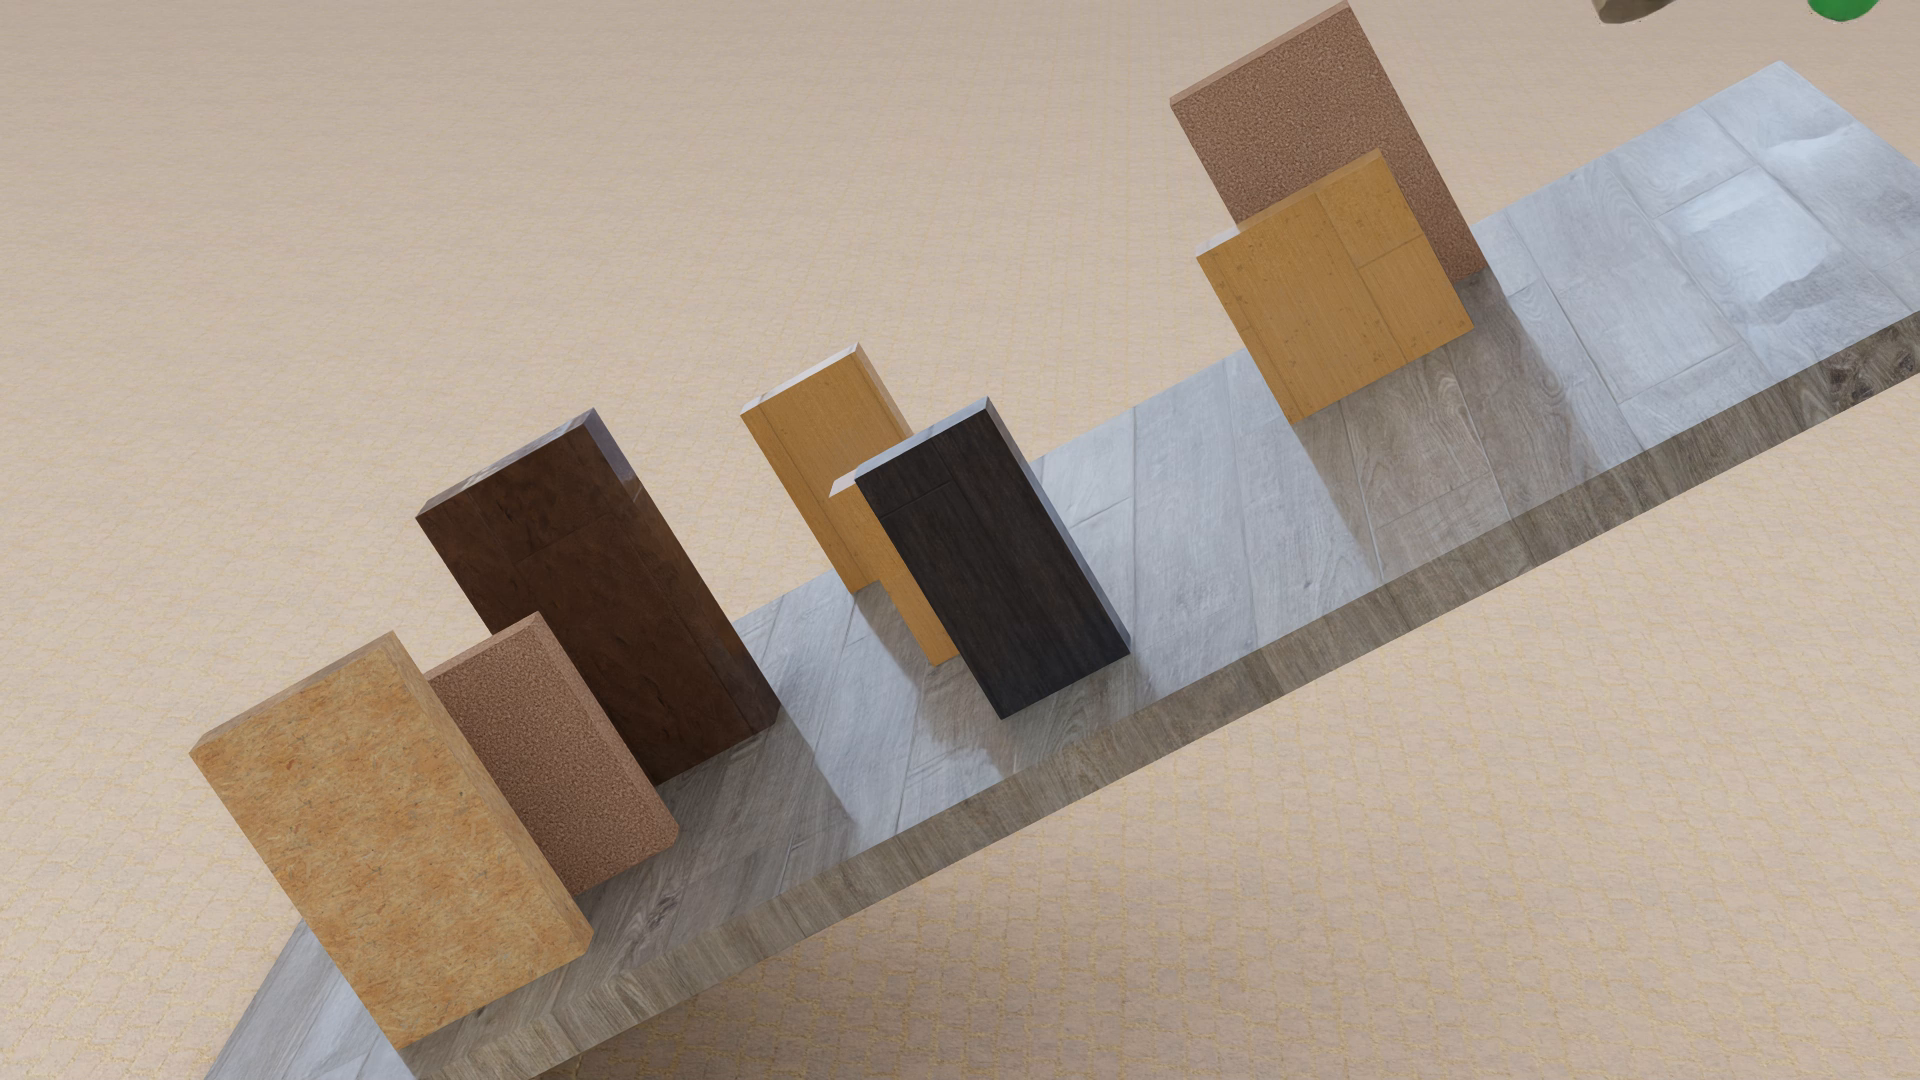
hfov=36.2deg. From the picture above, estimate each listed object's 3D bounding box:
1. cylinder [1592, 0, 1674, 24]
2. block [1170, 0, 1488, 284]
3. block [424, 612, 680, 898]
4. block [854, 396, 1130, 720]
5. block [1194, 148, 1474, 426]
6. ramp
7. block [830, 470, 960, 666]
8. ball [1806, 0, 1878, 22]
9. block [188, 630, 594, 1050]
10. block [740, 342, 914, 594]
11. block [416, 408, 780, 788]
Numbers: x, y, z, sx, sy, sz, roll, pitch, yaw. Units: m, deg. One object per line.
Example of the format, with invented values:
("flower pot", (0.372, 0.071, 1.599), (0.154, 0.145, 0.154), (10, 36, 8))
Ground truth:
("cylinder", (1.280, -1.123, 5.644), (0.189, 0.189, 0.189), (-18, -16, -5))
("block", (0.828, -0.806, 6.606), (0.447, 0.665, 0.106), (-28, 15, 12))
("block", (-0.888, 0.473, 6.041), (0.386, 0.547, 0.087), (-28, 15, 12))
("block", (0.065, 0.037, 5.564), (0.283, 0.551, 0.089), (-28, 15, 12))
("block", (0.797, -0.538, 6.265), (0.441, 0.423, 0.095), (-28, 15, 12))
("ramp", (0.142, 0.168, 6.284), (4.000, 0.100, 2.000), (-28, 15, 12))
("block", (-0.043, 0.009, 6.128), (0.271, 0.426, 0.117), (-28, 15, 12))
("ball", (1.740, -1.102, 5.792), (0.159, 0.159, 0.159), (0, 18, 0))
("block", (-1.099, 0.590, 5.717), (0.447, 0.725, 0.097), (-28, 15, 12))
("block", (-0.250, -0.169, 6.974), (0.316, 0.510, 0.090), (-28, 15, 12))
("block", (-0.783, 0.157, 6.413), (0.431, 0.781, 0.126), (-28, 15, 12))
